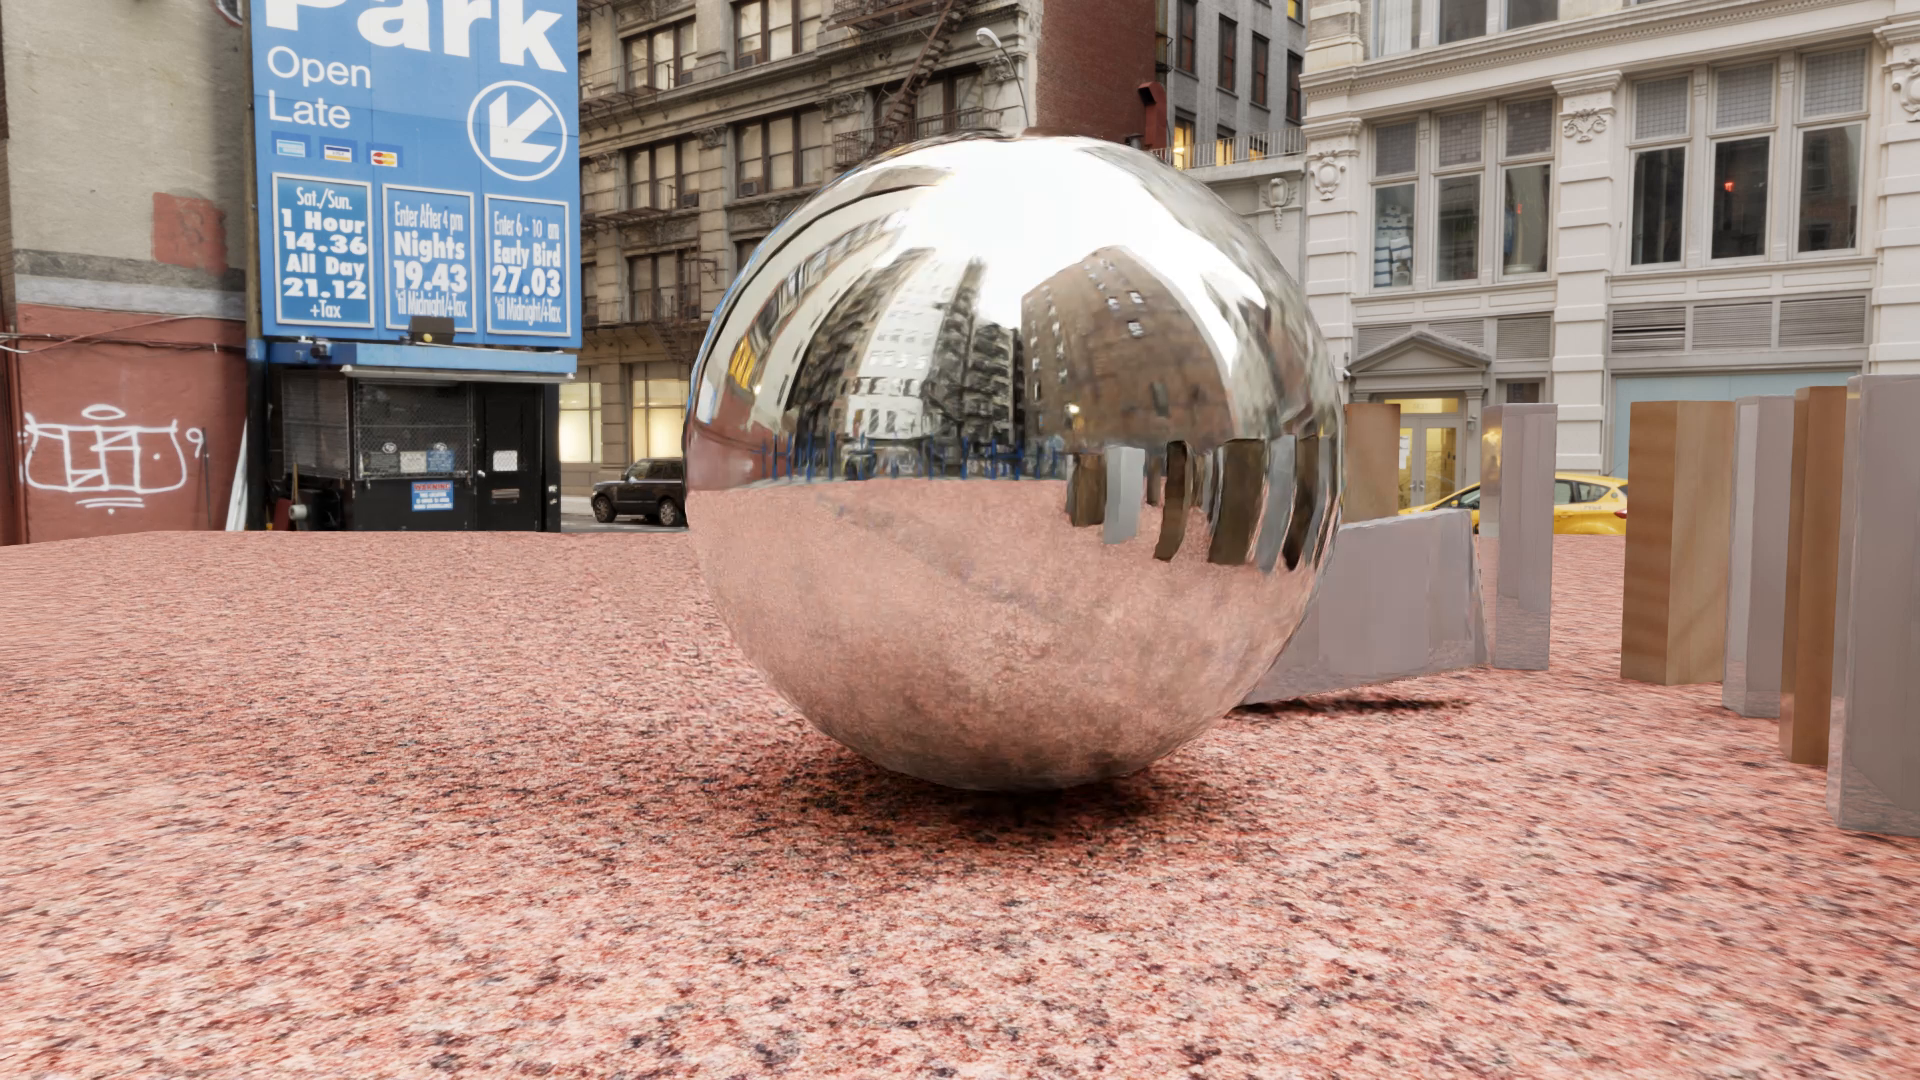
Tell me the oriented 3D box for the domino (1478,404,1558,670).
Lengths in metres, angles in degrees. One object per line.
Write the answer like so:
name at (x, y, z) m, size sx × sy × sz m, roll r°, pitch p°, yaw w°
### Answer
domino at (0.109, -0.001, 0.252) m, size 0.009 × 0.050 × 0.025 m, roll 1°, pitch 4°, yaw 14°

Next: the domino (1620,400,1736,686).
domino at (0.134, 0.000, 0.233) m, size 0.025 × 0.050 × 0.010 m, roll -2°, pitch 5°, yaw -21°

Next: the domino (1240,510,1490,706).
domino at (0.058, 0.011, 0.208) m, size 0.050 × 0.025 × 0.010 m, roll -8°, pitch 3°, yaw -8°

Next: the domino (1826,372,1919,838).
domino at (0.110, 0.007, 0.139) m, size 0.025 × 0.050 × 0.010 m, roll 2°, pitch 5°, yaw 27°

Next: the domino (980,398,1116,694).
domino at (0.015, 0.000, 0.229) m, size 0.010 × 0.050 × 0.025 m, roll -3°, pitch 5°, yaw -38°

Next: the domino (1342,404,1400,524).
domino at (0.076, -0.001, 0.253) m, size 0.009 × 0.050 × 0.025 m, roll -1°, pitch 4°, yaw -8°

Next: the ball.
ball at (0.006, -0.009, 0.159) m, size 0.080 × 0.080 × 0.080 m, roll 0°, pitch 4°, yaw 0°

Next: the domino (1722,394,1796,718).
domino at (0.135, 0.003, 0.200) m, size 0.025 × 0.050 × 0.009 m, roll 1°, pitch 4°, yaw 12°

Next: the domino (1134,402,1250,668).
domino at (0.044, -0.001, 0.245) m, size 0.009 × 0.050 × 0.025 m, roll -2°, pitch 5°, yaw -21°

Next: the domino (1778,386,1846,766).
domino at (0.124, 0.005, 0.169) m, size 0.025 × 0.050 × 0.009 m, roll 2°, pitch 5°, yaw 23°
